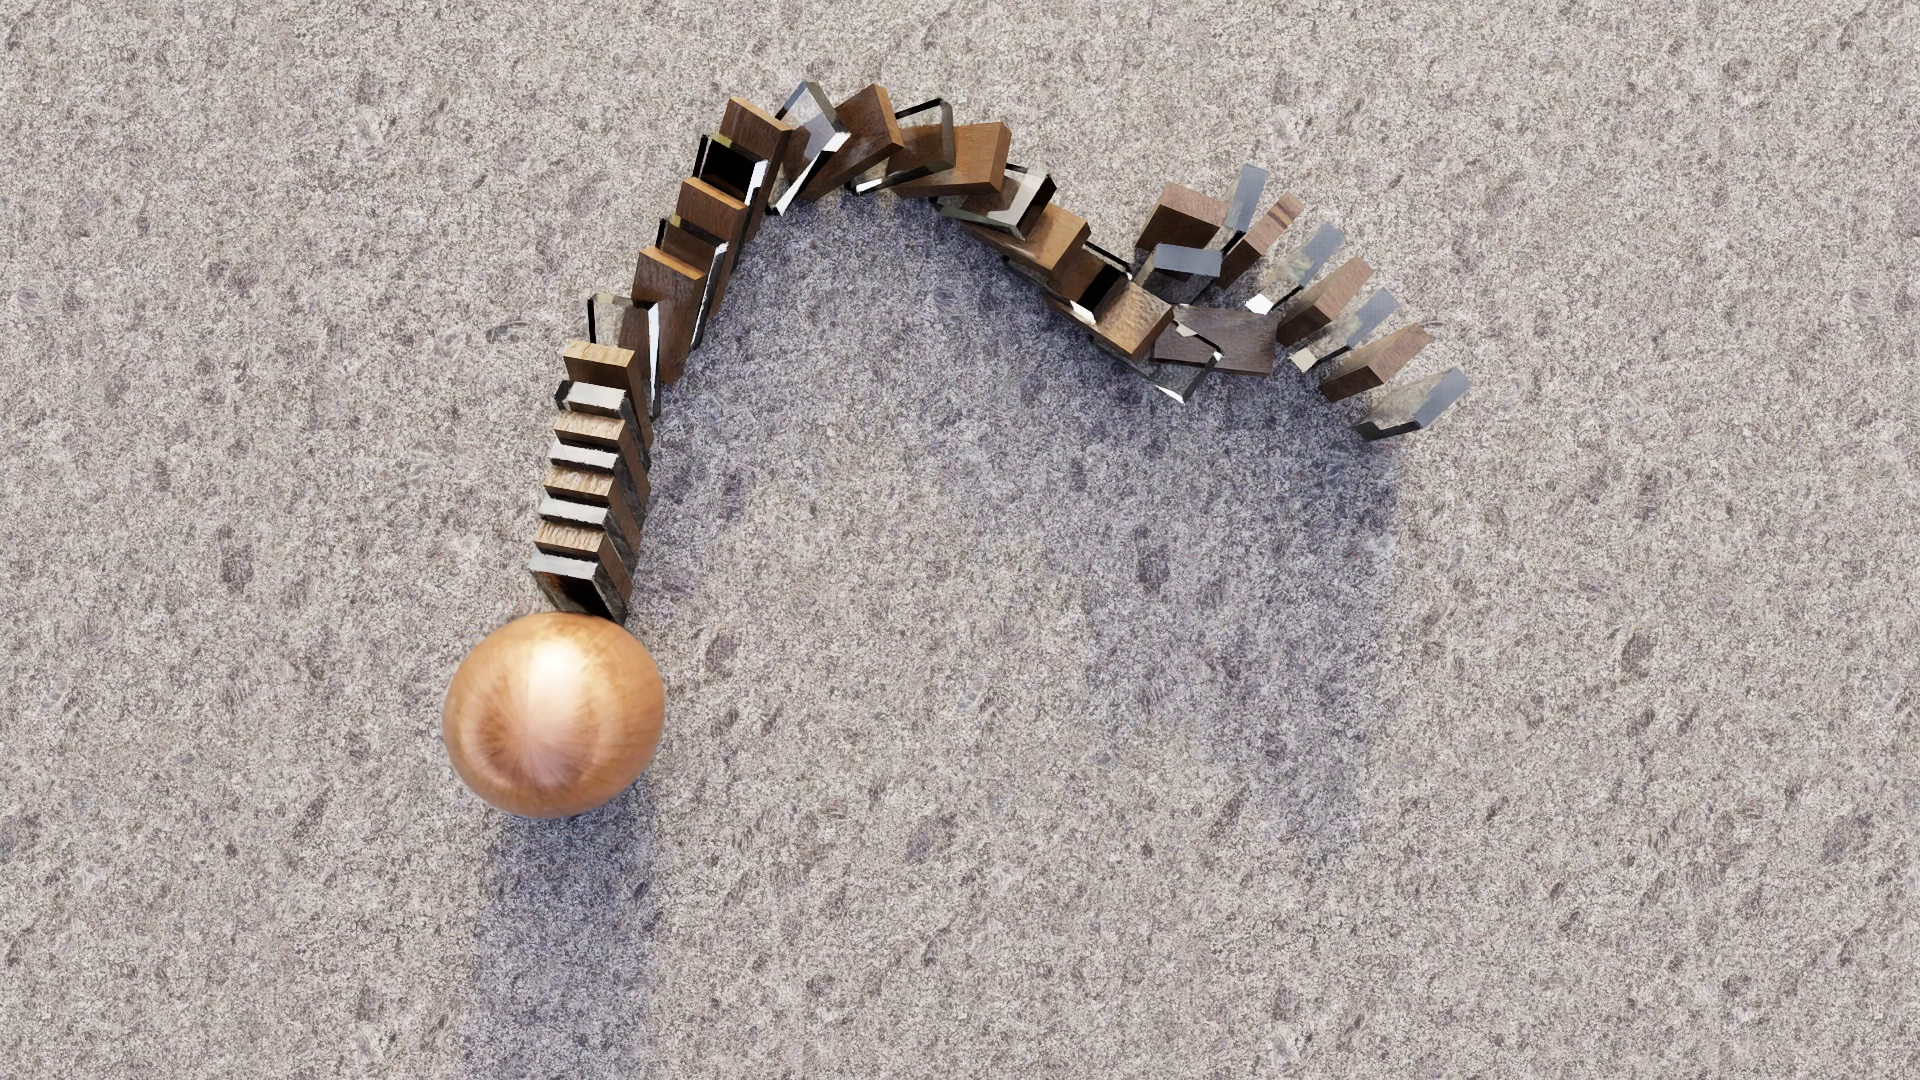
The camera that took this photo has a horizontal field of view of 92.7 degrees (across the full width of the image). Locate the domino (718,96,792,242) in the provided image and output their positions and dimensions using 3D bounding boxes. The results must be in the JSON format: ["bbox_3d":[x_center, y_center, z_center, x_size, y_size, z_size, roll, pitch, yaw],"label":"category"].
[{"bbox_3d":[-0.091,-0.154,0.382,0.025,0.009,0.050,33,123,2],"label":"domino"}]

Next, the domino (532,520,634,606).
[{"bbox_3d":[-0.153,0.011,0.376,0.025,0.050,0.009,10,60,0],"label":"domino"}]

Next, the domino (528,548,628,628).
[{"bbox_3d":[-0.155,0.021,0.376,0.025,0.050,0.010,10,60,0],"label":"domino"}]

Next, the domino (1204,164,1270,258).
[{"bbox_3d":[0.109,-0.131,0.375,0.009,0.050,0.025,21,90,0],"label":"domino"}]

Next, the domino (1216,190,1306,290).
[{"bbox_3d":[0.120,-0.121,0.375,0.009,0.050,0.025,42,90,0],"label":"domino"}]

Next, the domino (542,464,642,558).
[{"bbox_3d":[-0.149,-0.011,0.376,0.025,0.050,0.010,10,60,0],"label":"domino"}]

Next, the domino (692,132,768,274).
[{"bbox_3d":[-0.100,-0.139,0.382,0.025,0.010,0.050,30,123,3],"label":"domino"}]

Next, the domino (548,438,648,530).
[{"bbox_3d":[-0.147,-0.022,0.376,0.025,0.050,0.009,10,60,0],"label":"domino"}]

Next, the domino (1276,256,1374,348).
[{"bbox_3d":[0.147,-0.096,0.375,0.010,0.050,0.025,41,90,0],"label":"domino"}]

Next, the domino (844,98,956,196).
[{"bbox_3d":[-0.026,-0.163,0.383,0.050,0.010,0.025,-3,89,31],"label":"domino"}]

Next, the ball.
[{"bbox_3d":[-0.158,0.068,0.360,0.080,0.080,0.080,0,90,0],"label":"ball"}]

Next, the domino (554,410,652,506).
[{"bbox_3d":[-0.145,-0.032,0.376,0.025,0.050,0.009,10,60,0],"label":"domino"}]

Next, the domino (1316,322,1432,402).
[{"bbox_3d":[0.168,-0.072,0.375,0.025,0.050,0.009,-42,90,0],"label":"domino"}]

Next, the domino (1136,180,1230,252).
[{"bbox_3d":[0.090,-0.128,0.375,0.025,0.050,0.009,21,90,0],"label":"domino"}]

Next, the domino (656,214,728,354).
[{"bbox_3d":[-0.116,-0.106,0.382,0.025,0.010,0.050,28,124,0],"label":"domino"}]

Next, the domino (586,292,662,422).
[{"bbox_3d":[-0.139,-0.075,0.382,0.025,0.010,0.050,10,123,0],"label":"domino"}]

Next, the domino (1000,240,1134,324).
[{"bbox_3d":[0.045,-0.115,0.385,0.050,0.009,0.025,38,91,25],"label":"domino"}]

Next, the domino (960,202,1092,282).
[{"bbox_3d":[0.027,-0.131,0.385,0.050,0.009,0.025,36,90,24],"label":"domino"}]

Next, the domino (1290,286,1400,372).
[{"bbox_3d":[0.156,-0.085,0.375,0.025,0.050,0.009,-43,90,0],"label":"domino"}]

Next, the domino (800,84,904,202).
[{"bbox_3d":[-0.049,-0.165,0.384,0.050,0.009,0.025,-18,90,30],"label":"domino"}]

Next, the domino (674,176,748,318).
[{"bbox_3d":[-0.108,-0.121,0.382,0.025,0.009,0.050,28,123,0],"label":"domino"}]

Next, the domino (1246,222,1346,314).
[{"bbox_3d":[0.136,-0.109,0.375,0.010,0.050,0.025,40,90,0],"label":"domino"}]

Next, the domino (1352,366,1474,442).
[{"bbox_3d":[0.184,-0.054,0.375,0.025,0.050,0.009,-42,90,0],"label":"domino"}]

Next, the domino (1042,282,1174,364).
[{"bbox_3d":[0.062,-0.098,0.385,0.050,0.009,0.025,41,91,25],"label":"domino"}]

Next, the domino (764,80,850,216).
[{"bbox_3d":[-0.070,-0.162,0.381,0.050,0.009,0.025,-33,89,36],"label":"domino"}]

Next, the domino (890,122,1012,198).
[{"bbox_3d":[-0.004,-0.158,0.382,0.050,0.009,0.025,10,88,32],"label":"domino"}]

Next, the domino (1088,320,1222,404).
[{"bbox_3d":[0.081,-0.081,0.384,0.050,0.009,0.025,39,95,25],"label":"domino"}]

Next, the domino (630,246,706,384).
[{"bbox_3d":[-0.124,-0.093,0.381,0.025,0.009,0.050,27,124,0],"label":"domino"}]

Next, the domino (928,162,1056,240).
[{"bbox_3d":[0.013,-0.144,0.382,0.050,0.010,0.025,30,87,34],"label":"domino"}]

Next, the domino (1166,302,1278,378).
[{"bbox_3d":[0.110,-0.086,0.395,0.050,0.009,0.025,6,90,0],"label":"domino"}]

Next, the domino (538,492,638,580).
[{"bbox_3d":[-0.152,0.000,0.376,0.025,0.050,0.010,10,60,0],"label":"domino"}]

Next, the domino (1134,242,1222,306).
[{"bbox_3d":[0.087,-0.107,0.375,0.025,0.050,0.010,8,90,0],"label":"domino"}]

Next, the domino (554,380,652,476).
[{"bbox_3d":[-0.145,-0.044,0.376,0.025,0.050,0.010,10,60,0],"label":"domino"}]

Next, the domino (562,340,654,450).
[{"bbox_3d":[-0.144,-0.058,0.377,0.025,0.050,0.009,10,52,0],"label":"domino"}]
